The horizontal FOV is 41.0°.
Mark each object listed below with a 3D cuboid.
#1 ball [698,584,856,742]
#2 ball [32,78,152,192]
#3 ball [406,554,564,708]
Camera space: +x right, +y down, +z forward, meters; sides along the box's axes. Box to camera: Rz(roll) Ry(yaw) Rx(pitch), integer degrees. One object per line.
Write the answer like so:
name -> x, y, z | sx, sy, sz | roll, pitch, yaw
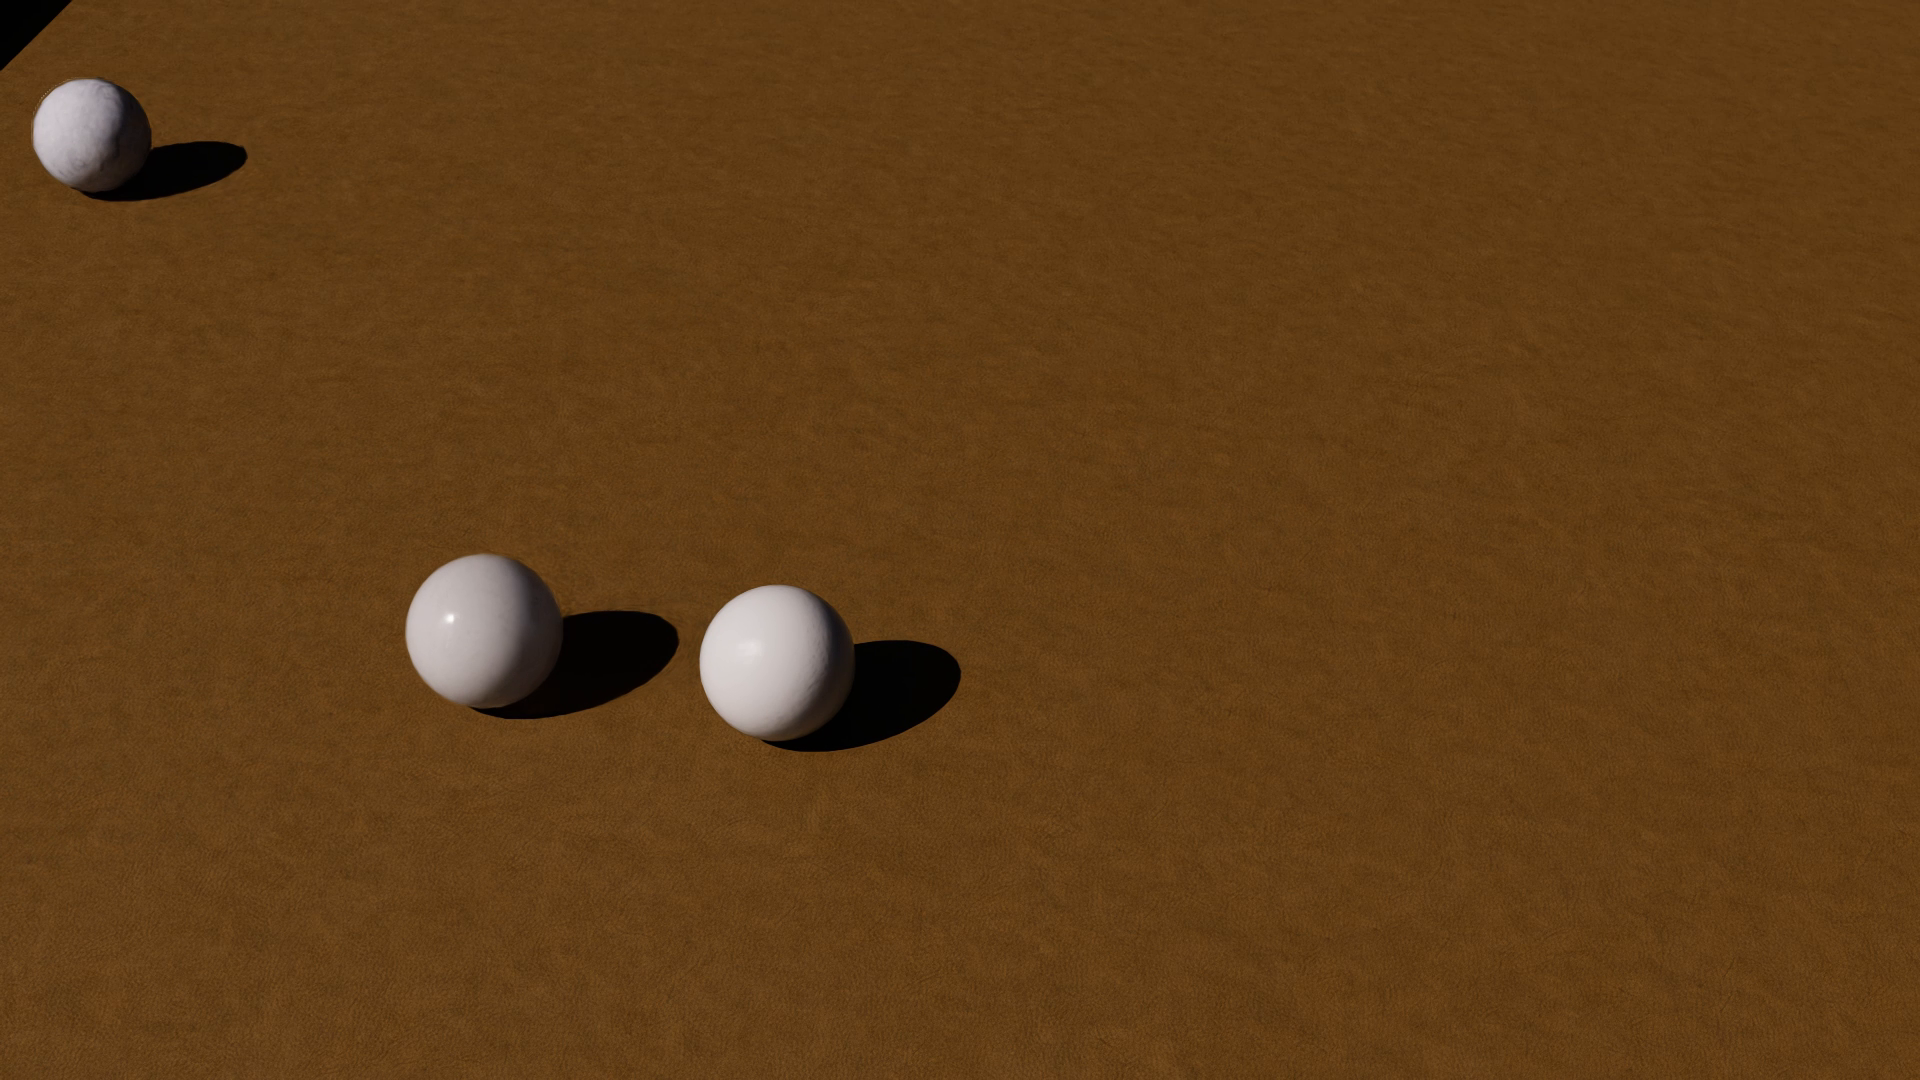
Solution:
ball -> -0.110, 0.074, 1.547 | 0.095, 0.095, 0.095 | 0, 36, 0
ball -> -0.717, -0.334, 2.119 | 0.093, 0.093, 0.093 | 0, 36, 0
ball -> -0.291, 0.056, 1.572 | 0.095, 0.095, 0.095 | 0, 36, 0
